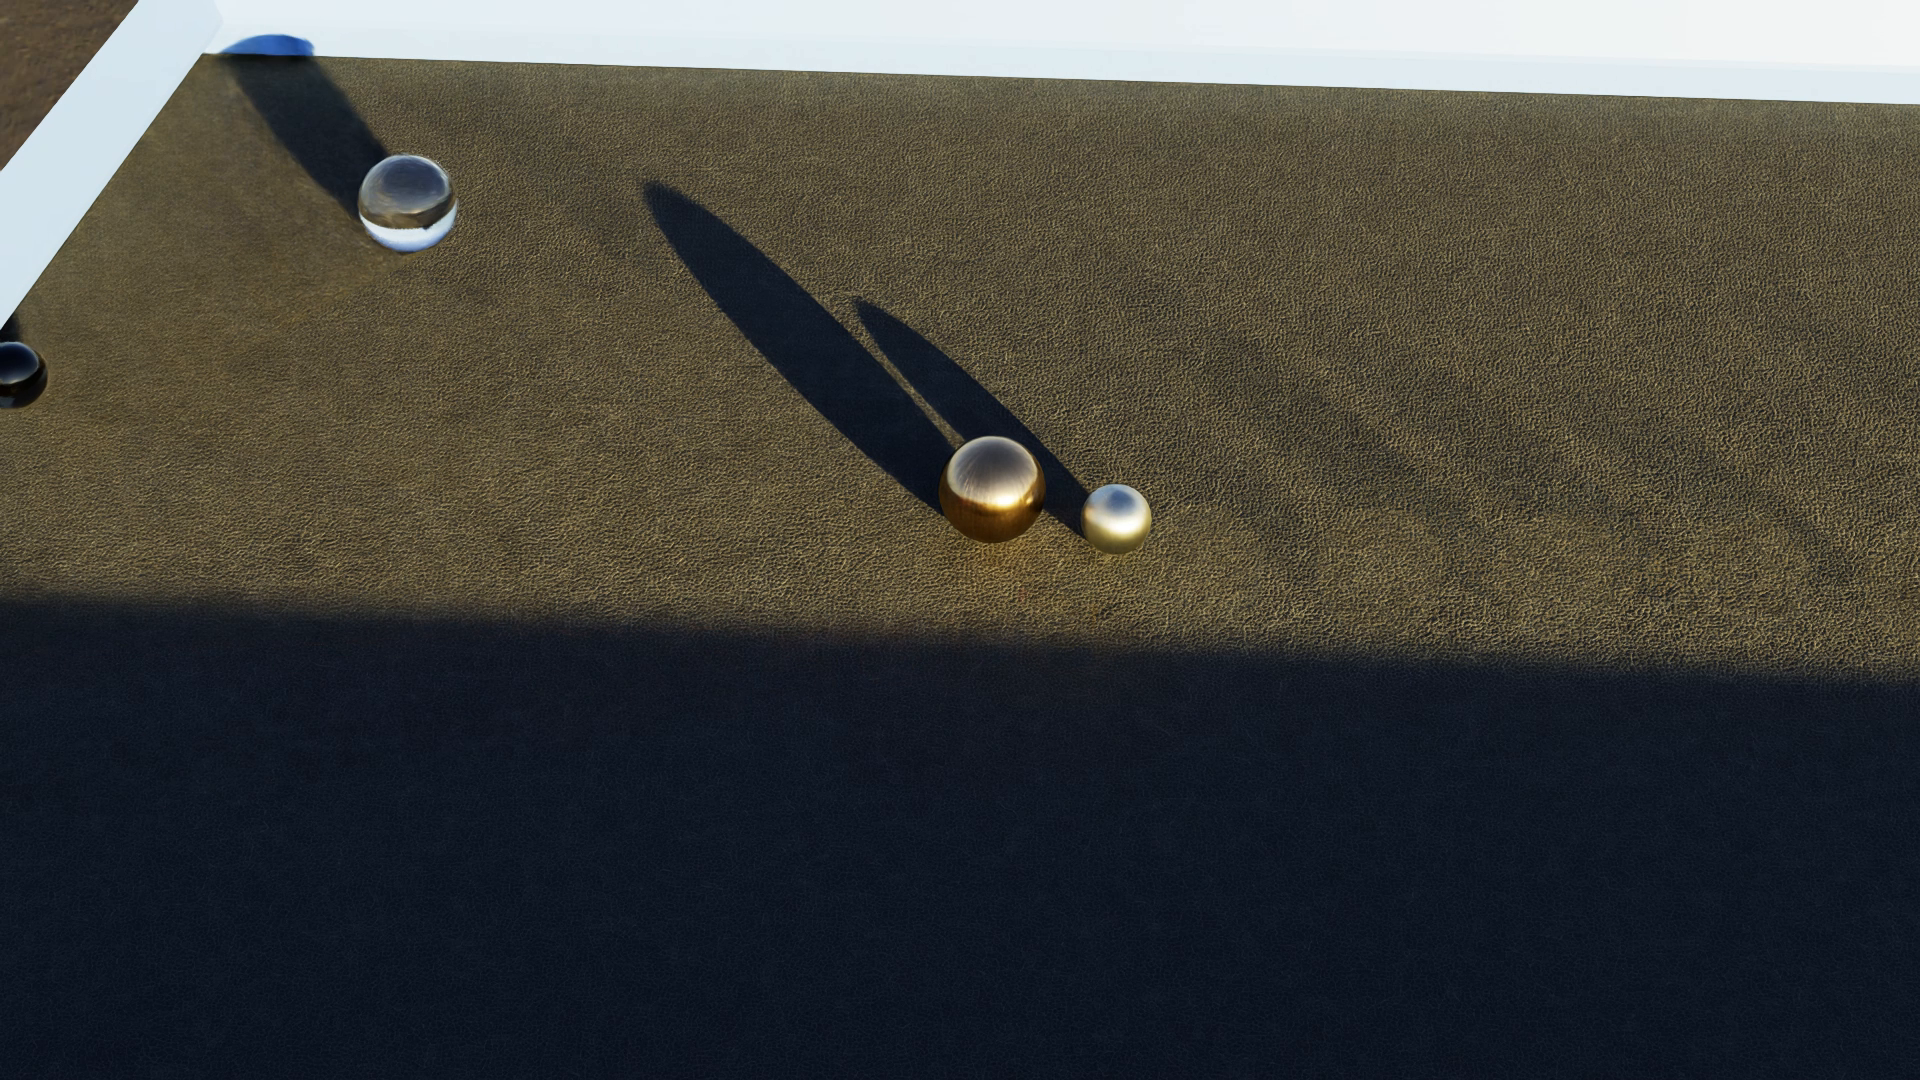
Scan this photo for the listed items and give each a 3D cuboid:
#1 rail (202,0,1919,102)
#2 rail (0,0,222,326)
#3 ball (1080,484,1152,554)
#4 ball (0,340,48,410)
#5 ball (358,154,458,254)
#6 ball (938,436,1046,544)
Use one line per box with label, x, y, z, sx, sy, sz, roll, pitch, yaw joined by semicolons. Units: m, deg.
rail;0.865;-0.450;2.399;3.245;0.109;0.045;2;36;3
rail;-0.786;-0.055;1.843;0.045;0.109;1.638;2;36;3
ball;0.112;-0.015;1.838;0.051;0.051;0.051;0;35;0
ball;-0.738;-0.128;1.996;0.053;0.053;0.053;0;35;0
ball;-0.472;-0.287;2.193;0.084;0.084;0.084;0;35;0
ball;0.023;-0.037;1.846;0.078;0.078;0.078;0;35;0
